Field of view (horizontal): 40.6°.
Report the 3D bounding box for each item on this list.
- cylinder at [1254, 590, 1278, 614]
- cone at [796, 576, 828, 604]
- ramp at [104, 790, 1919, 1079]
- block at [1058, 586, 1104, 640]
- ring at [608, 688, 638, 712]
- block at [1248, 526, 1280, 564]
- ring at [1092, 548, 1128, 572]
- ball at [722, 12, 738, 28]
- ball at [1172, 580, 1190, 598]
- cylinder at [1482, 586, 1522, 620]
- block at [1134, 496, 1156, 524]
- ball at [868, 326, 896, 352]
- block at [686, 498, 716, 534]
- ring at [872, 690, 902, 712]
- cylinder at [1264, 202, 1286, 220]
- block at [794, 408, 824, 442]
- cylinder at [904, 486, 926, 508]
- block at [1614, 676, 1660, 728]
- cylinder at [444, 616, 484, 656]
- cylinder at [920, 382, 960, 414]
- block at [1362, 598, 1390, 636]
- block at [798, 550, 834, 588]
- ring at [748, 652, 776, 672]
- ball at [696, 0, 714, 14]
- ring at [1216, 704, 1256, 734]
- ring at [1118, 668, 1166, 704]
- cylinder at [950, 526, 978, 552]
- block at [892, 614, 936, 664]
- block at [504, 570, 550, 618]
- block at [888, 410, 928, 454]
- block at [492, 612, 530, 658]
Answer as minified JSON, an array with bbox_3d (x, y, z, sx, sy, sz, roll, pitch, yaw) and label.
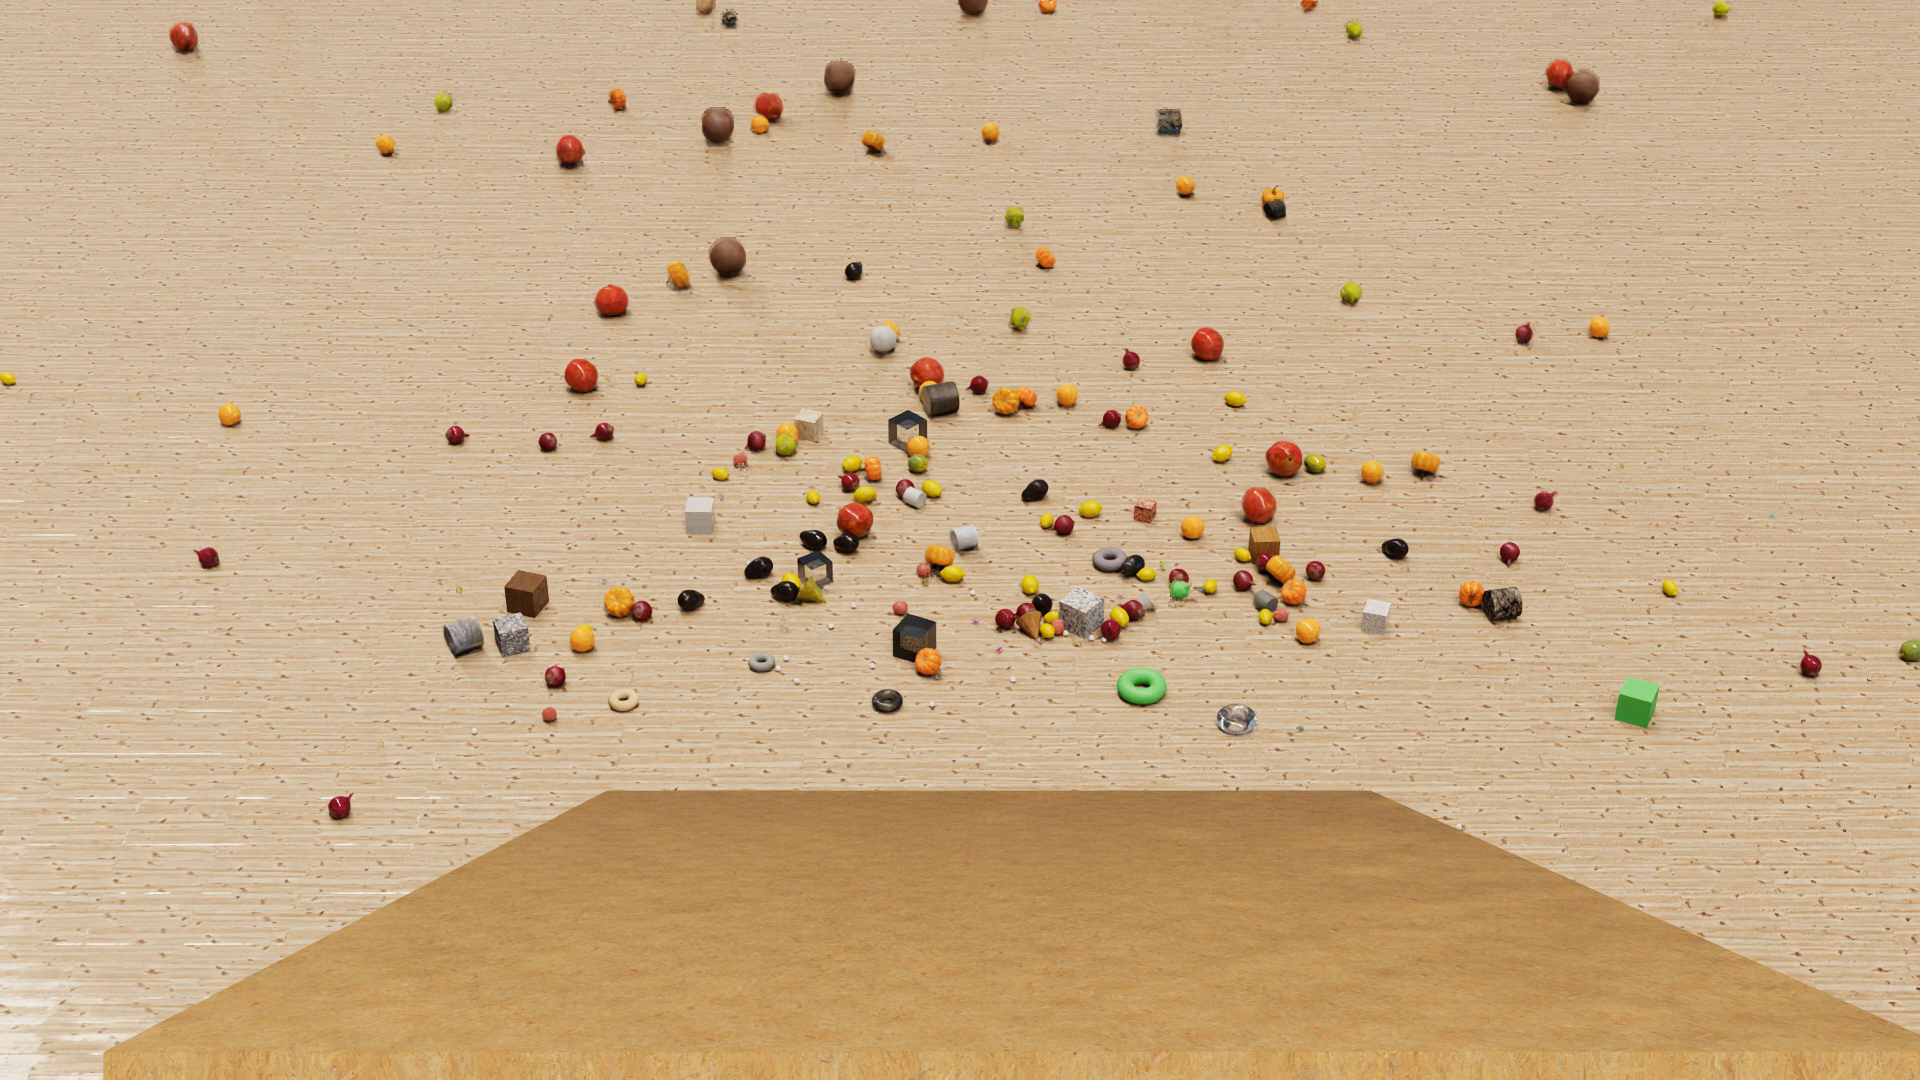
[{"bbox_3d":[0.895,0.181,7.598,0.052,0.052,0.052,-25,48,-32],"label":"cylinder"},{"bbox_3d":[-0.425,0.163,7.637,0.083,0.083,0.083,34,40,2],"label":"cone"},{"bbox_3d":[0.075,0.654,4.798,2.000,0.100,4.000,0,-1,0],"label":"ramp"},{"bbox_3d":[0.352,0.211,7.517,0.094,0.094,0.094,24,41,31],"label":"block"},{"bbox_3d":[-0.938,0.445,7.230,0.084,0.028,0.084,0,35,0],"label":"ring"},{"bbox_3d":[0.916,0.016,7.816,0.080,0.080,0.080,-2,34,-3],"label":"block"},{"bbox_3d":[0.450,0.058,7.794,0.106,0.035,0.106,-1,34,1],"label":"ring"},{"bbox_3d":[-0.991,-2.237,11.151,0.067,0.067,0.067,0,34,0],"label":"ball"},{"bbox_3d":[0.651,0.147,7.646,0.054,0.054,0.054,0,34,0],"label":"ball"},{"bbox_3d":[1.580,0.184,7.561,0.087,0.087,0.087,-8,35,-10],"label":"cylinder"},{"bbox_3d":[0.571,-0.092,7.999,0.054,0.054,0.054,14,37,20],"label":"block"},{"bbox_3d":[-0.264,-0.684,8.836,0.093,0.093,0.093,0,34,0],"label":"ball"},{"bbox_3d":[-0.796,-0.075,7.950,0.080,0.080,0.080,1,34,1],"label":"block"},{"bbox_3d":[-0.202,0.448,7.225,0.087,0.029,0.087,-1,35,0],"label":"ring"},{"bbox_3d":[1.175,-1.228,9.669,0.060,0.060,0.060,-11,36,-16],"label":"cylinder"},{"bbox_3d":[-0.489,-0.372,8.396,0.071,0.071,0.071,12,36,17],"label":"block"},{"bbox_3d":[-0.140,-0.132,8.059,0.053,0.053,0.053,24,41,31],"label":"cylinder"},{"bbox_3d":[1.871,0.448,7.170,0.089,0.089,0.089,16,37,22],"label":"block"},{"bbox_3d":[-1.420,0.275,7.428,0.087,0.087,0.087,-20,39,-25],"label":"cylinder"},{"bbox_3d":[-0.064,-0.464,8.507,0.099,0.099,0.099,-5,33,-28],"label":"cylinder"},{"bbox_3d":[1.206,0.223,7.521,0.069,0.069,0.069,11,36,15],"label":"block"},{"bbox_3d":[-0.430,0.090,7.710,0.075,0.075,0.075,-22,40,-29],"label":"block"},{"bbox_3d":[-0.563,0.347,7.377,0.077,0.026,0.077,0,33,0],"label":"ring"},{"bbox_3d":[-1.108,-2.324,11.270,0.079,0.079,0.079,0,34,0],"label":"ball"},{"bbox_3d":[0.762,0.492,7.152,0.113,0.038,0.113,-1,35,1],"label":"ring"},{"bbox_3d":[0.509,0.409,7.267,0.140,0.047,0.140,0,35,0],"label":"ring"},{"bbox_3d":[0.014,-0.005,7.859,0.066,0.066,0.066,-13,36,-18],"label":"cylinder"},{"bbox_3d":[-0.130,0.283,7.412,0.092,0.092,0.092,16,37,22],"label":"block"},{"bbox_3d":[-1.268,0.158,7.597,0.091,0.091,0.091,11,36,16],"label":"block"},{"bbox_3d":[-0.168,-0.349,8.347,0.088,0.088,0.088,-29,44,-35],"label":"block"},{"bbox_3d":[-1.284,0.272,7.436,0.082,0.082,0.082,-13,36,-19],"label":"block"}]
